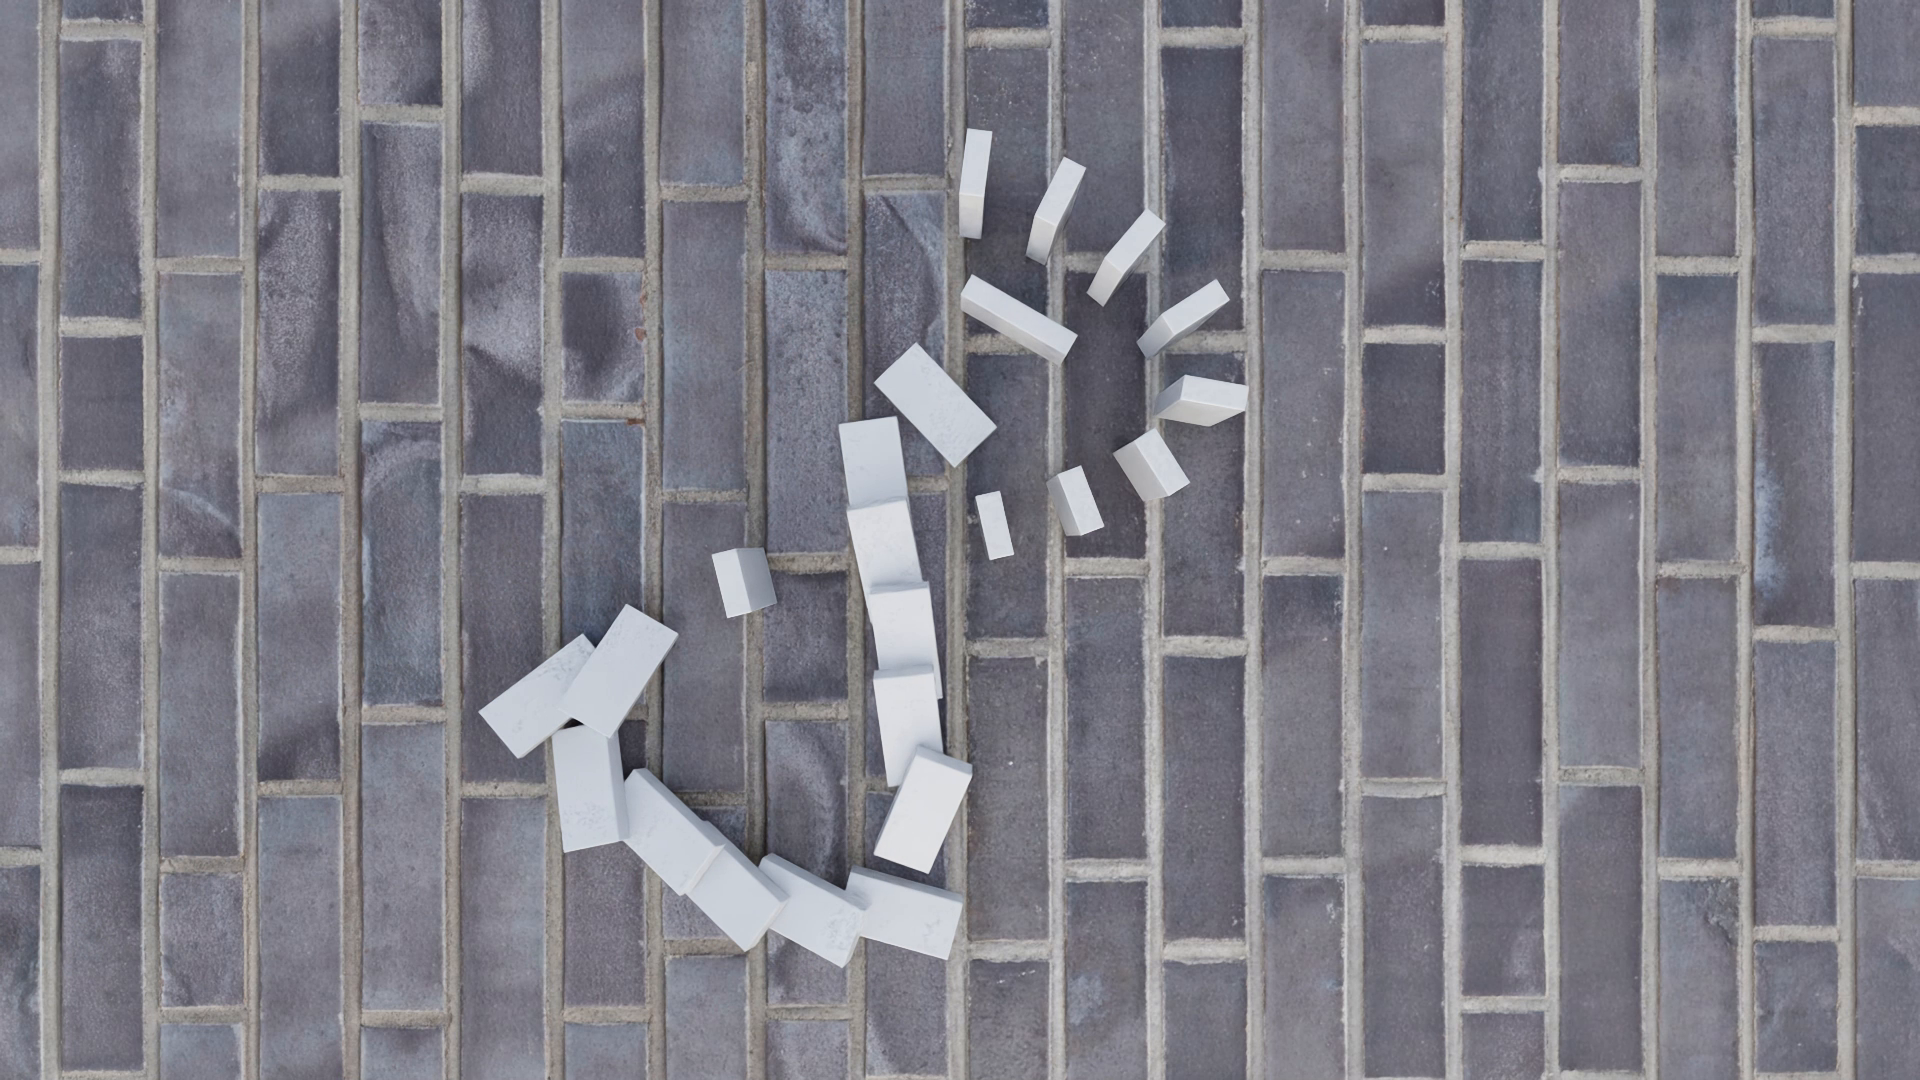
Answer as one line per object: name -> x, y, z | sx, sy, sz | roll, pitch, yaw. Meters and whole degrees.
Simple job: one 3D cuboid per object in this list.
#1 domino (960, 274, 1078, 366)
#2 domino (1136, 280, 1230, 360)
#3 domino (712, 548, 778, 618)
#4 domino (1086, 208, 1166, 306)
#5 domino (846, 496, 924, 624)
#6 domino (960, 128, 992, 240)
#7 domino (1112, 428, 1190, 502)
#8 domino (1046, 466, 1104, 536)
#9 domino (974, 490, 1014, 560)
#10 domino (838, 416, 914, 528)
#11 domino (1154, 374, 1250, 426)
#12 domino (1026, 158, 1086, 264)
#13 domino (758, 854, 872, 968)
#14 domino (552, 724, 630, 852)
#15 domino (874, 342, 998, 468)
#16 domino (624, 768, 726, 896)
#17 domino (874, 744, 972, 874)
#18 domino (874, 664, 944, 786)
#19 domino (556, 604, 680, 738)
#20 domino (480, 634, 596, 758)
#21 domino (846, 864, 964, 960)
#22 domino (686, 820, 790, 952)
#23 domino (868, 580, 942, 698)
domino -> 0.024, -0.092, 0.388 | 0.050, 0.025, 0.009 | 30, 90, 0
domino -> 0.090, -0.089, 0.375 | 0.025, 0.050, 0.009 | -33, 90, 0
domino -> -0.087, 0.017, 0.375 | 0.010, 0.050, 0.025 | -14, 90, 0
domino -> 0.067, -0.114, 0.375 | 0.010, 0.050, 0.025 | 40, 90, 0
domino -> -0.030, 0.008, 0.388 | 0.025, 0.009, 0.050 | -10, 106, 1
domino -> 0.006, -0.144, 0.375 | 0.010, 0.050, 0.025 | 7, 90, 0
domino -> 0.077, -0.030, 0.375 | 0.010, 0.050, 0.025 | -33, 90, 0
domino -> 0.046, -0.015, 0.375 | 0.009, 0.050, 0.025 | -21, 90, 0
domino -> 0.013, -0.006, 0.375 | 0.009, 0.050, 0.025 | -13, 90, 0
domino -> -0.036, -0.026, 0.395 | 0.025, 0.010, 0.050 | -8, 90, 0
domino -> 0.097, -0.056, 0.375 | 0.025, 0.050, 0.009 | 10, 90, 0
domino -> 0.038, -0.133, 0.375 | 0.010, 0.050, 0.025 | 27, 90, 0
domino -> -0.065, 0.156, 0.389 | 0.050, 0.009, 0.025 | 21, 90, 15
domino -> -0.157, 0.104, 0.388 | 0.025, 0.010, 0.050 | -14, 78, 8
domino -> -0.011, -0.058, 0.395 | 0.025, 0.009, 0.050 | -44, 90, 0
domino -> -0.126, 0.123, 0.389 | 0.050, 0.009, 0.025 | 36, 90, 16
domino -> -0.016, 0.114, 0.388 | 0.025, 0.010, 0.050 | 21, 104, -5
domino -> -0.021, 0.079, 0.389 | 0.025, 0.010, 0.050 | -6, 106, 0
domino -> -0.144, 0.055, 0.387 | 0.025, 0.009, 0.050 | 31, 73, -6
domino -> -0.172, 0.066, 0.388 | 0.050, 0.010, 0.025 | -40, 90, -17
domino -> -0.026, 0.160, 0.395 | 0.050, 0.009, 0.025 | 15, 90, 0
domino -> -0.099, 0.146, 0.388 | 0.050, 0.009, 0.025 | 36, 90, 17
domino -> -0.023, 0.044, 0.389 | 0.025, 0.010, 0.050 | -6, 106, 0
